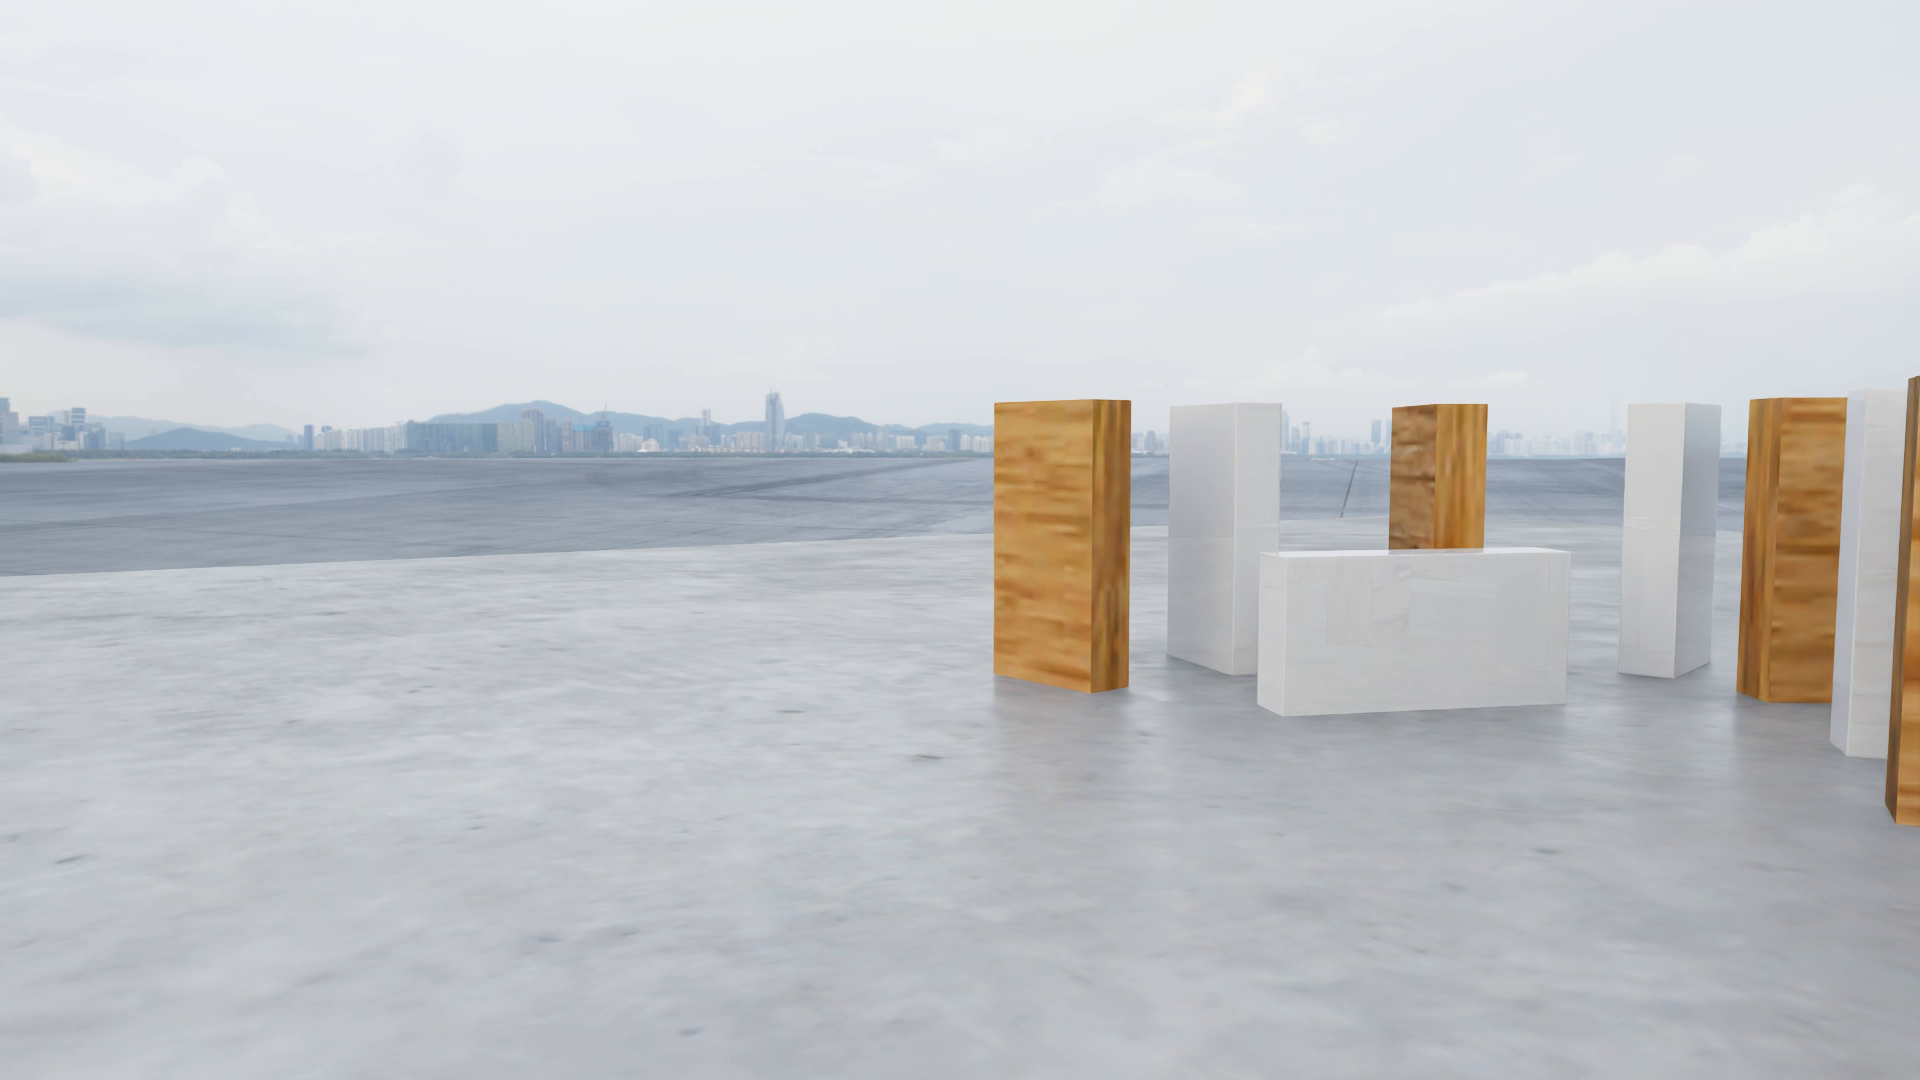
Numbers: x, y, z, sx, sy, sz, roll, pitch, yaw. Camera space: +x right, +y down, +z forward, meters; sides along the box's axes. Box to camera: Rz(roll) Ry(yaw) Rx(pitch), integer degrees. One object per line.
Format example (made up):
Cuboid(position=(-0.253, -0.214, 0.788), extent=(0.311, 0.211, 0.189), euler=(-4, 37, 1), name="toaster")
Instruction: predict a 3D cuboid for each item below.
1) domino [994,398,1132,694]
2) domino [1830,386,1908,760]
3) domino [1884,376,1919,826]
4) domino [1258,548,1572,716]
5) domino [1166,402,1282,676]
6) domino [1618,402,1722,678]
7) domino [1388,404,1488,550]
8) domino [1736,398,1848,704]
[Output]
Cuboid(position=(0.018, 0.000, 0.230), extent=(0.010, 0.050, 0.025), euler=(-4, 6, -40), name="domino")
Cuboid(position=(0.134, 0.005, 0.173), extent=(0.025, 0.050, 0.009), euler=(2, 5, 22), name="domino")
Cuboid(position=(0.118, 0.007, 0.140), extent=(0.025, 0.050, 0.010), euler=(2, 5, 30), name="domino")
Cuboid(position=(0.074, 0.014, 0.209), extent=(0.050, 0.025, 0.009), euler=(-1, 4, -12), name="domino")
Cuboid(position=(0.050, -0.001, 0.247), extent=(0.010, 0.050, 0.025), euler=(-1, 5, -19), name="domino")
Cuboid(position=(0.135, -0.001, 0.243), extent=(0.010, 0.050, 0.025), euler=(4, 6, 43), name="domino")
Cuboid(position=(0.094, -0.002, 0.255), extent=(0.009, 0.050, 0.025), euler=(0, 4, 0), name="domino")
Cuboid(position=(0.146, 0.002, 0.214), extent=(0.025, 0.050, 0.009), euler=(0, 4, 3), name="domino")
